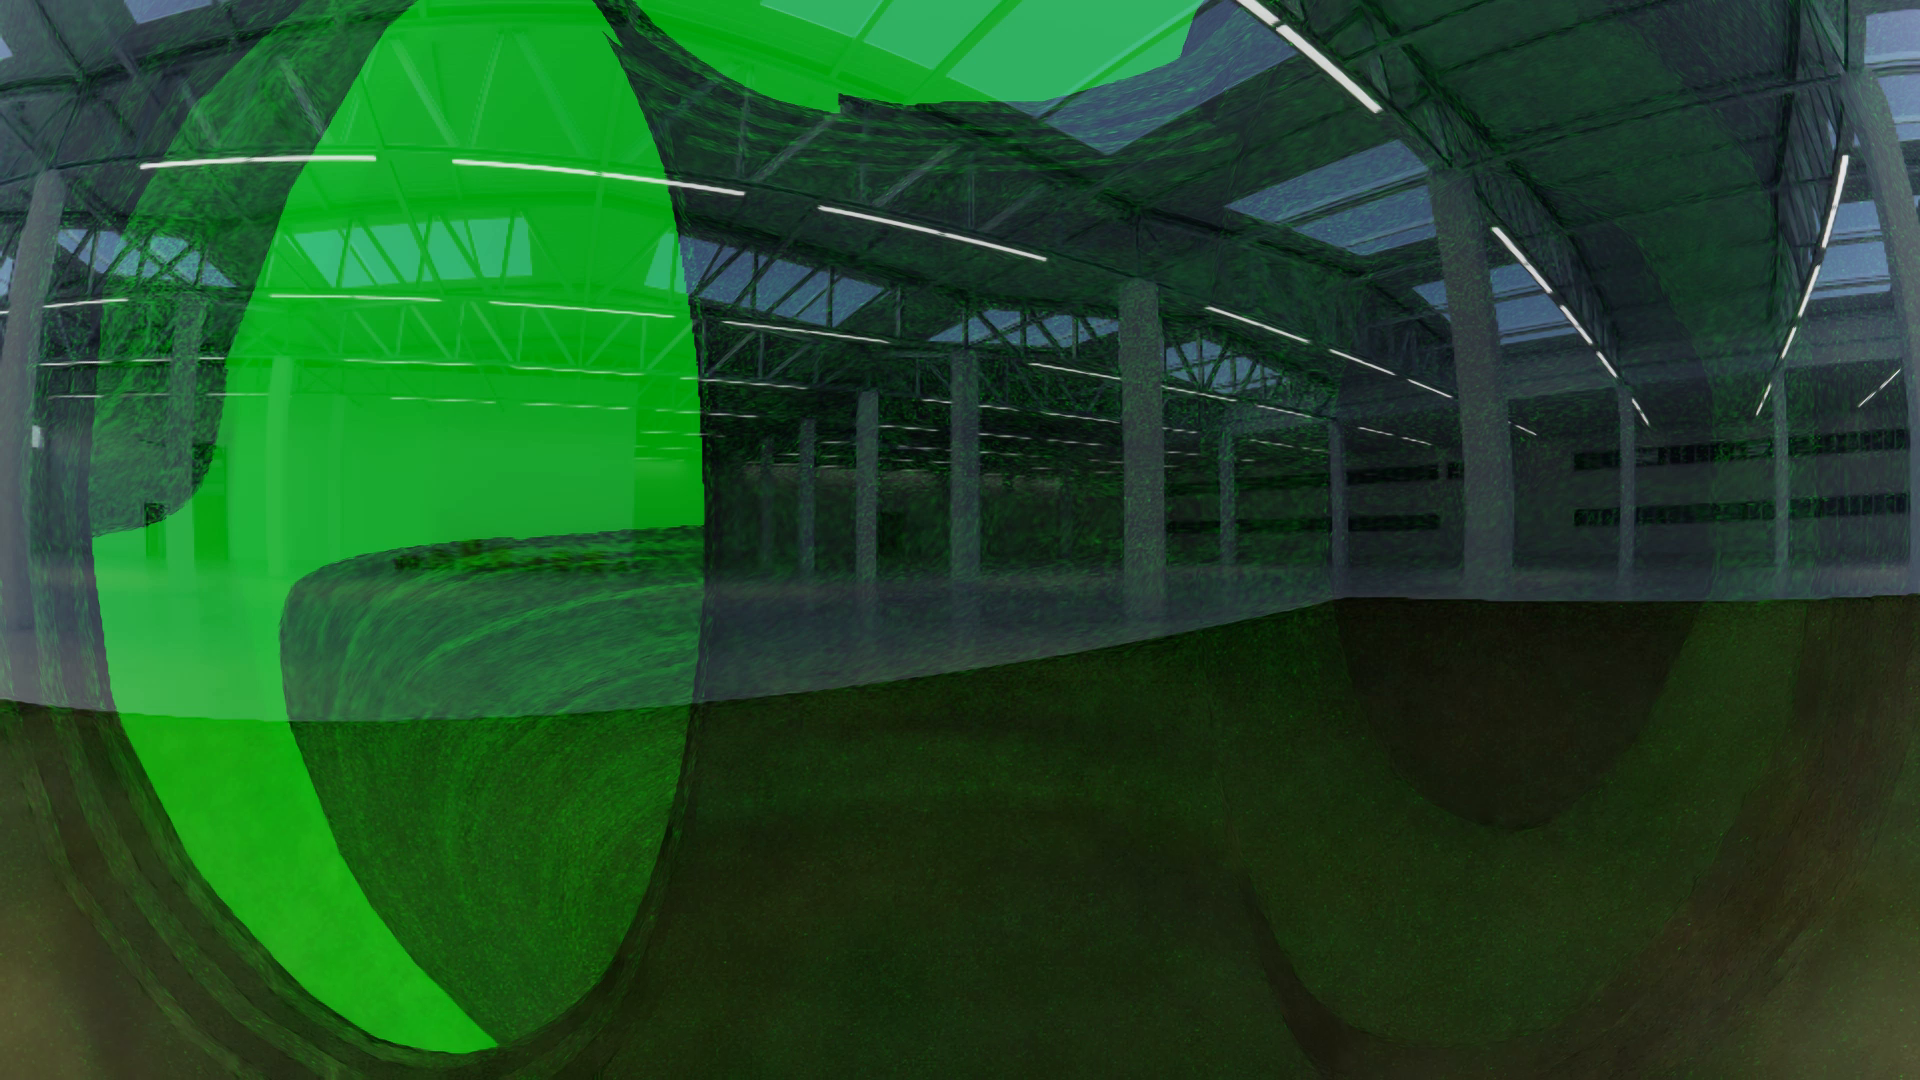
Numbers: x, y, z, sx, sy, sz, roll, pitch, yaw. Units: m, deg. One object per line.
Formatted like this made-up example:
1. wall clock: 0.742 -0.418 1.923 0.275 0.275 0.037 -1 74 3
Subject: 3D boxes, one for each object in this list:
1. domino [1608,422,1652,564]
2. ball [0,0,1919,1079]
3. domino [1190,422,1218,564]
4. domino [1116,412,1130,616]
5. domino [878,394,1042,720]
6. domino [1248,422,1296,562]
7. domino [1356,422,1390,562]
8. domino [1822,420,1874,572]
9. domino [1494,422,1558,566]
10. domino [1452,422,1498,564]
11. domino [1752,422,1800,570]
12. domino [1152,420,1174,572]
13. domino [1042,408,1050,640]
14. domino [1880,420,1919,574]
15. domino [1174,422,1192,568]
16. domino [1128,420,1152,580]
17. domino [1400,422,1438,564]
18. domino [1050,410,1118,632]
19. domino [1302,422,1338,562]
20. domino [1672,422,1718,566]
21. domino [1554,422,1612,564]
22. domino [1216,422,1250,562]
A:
1. domino: 0.239 -0.017 0.463 0.010 0.050 0.025 1 4 8
2. ball: 0.000 -0.002 0.056 0.080 0.080 0.080 0 4 0
3. domino: 0.080 -0.017 0.463 0.010 0.050 0.025 -3 5 -38
4. domino: 0.029 -0.006 0.320 0.025 0.050 0.010 0 4 4
5. domino: 0.000 0.002 0.201 0.025 0.050 0.009 0 4 0
6. domino: 0.116 -0.018 0.477 0.009 0.050 0.025 0 4 -4
7. domino: 0.151 -0.018 0.472 0.009 0.050 0.025 1 4 15
8. domino: 0.303 -0.015 0.437 0.009 0.050 0.025 2 5 27
9. domino: 0.203 -0.017 0.461 0.009 0.050 0.025 0 4 -2
10. domino: 0.186 -0.017 0.463 0.009 0.050 0.025 1 4 11
11. domino: 0.284 -0.016 0.447 0.009 0.050 0.025 2 5 26
12. domino: 0.059 -0.015 0.432 0.025 0.050 0.009 2 5 24
13. domino: 0.007 -0.004 0.282 0.025 0.050 0.009 3 5 38
14. domino: 0.317 -0.015 0.430 0.009 0.050 0.025 2 5 28
15. domino: 0.068 -0.016 0.450 0.025 0.050 0.009 3 5 32
16. domino: 0.048 -0.013 0.411 0.025 0.050 0.009 3 5 30
17. domino: 0.167 -0.018 0.467 0.009 0.050 0.025 1 4 15
18. domino: 0.023 -0.005 0.299 0.025 0.050 0.009 3 5 34
19. domino: 0.133 -0.018 0.476 0.010 0.050 0.025 1 4 10
20. domino: 0.261 -0.017 0.457 0.010 0.050 0.025 2 5 22
21. domino: 0.223 -0.017 0.463 0.009 0.050 0.025 0 4 -5
22. domino: 0.095 -0.018 0.472 0.009 0.050 0.025 -2 5 -23
